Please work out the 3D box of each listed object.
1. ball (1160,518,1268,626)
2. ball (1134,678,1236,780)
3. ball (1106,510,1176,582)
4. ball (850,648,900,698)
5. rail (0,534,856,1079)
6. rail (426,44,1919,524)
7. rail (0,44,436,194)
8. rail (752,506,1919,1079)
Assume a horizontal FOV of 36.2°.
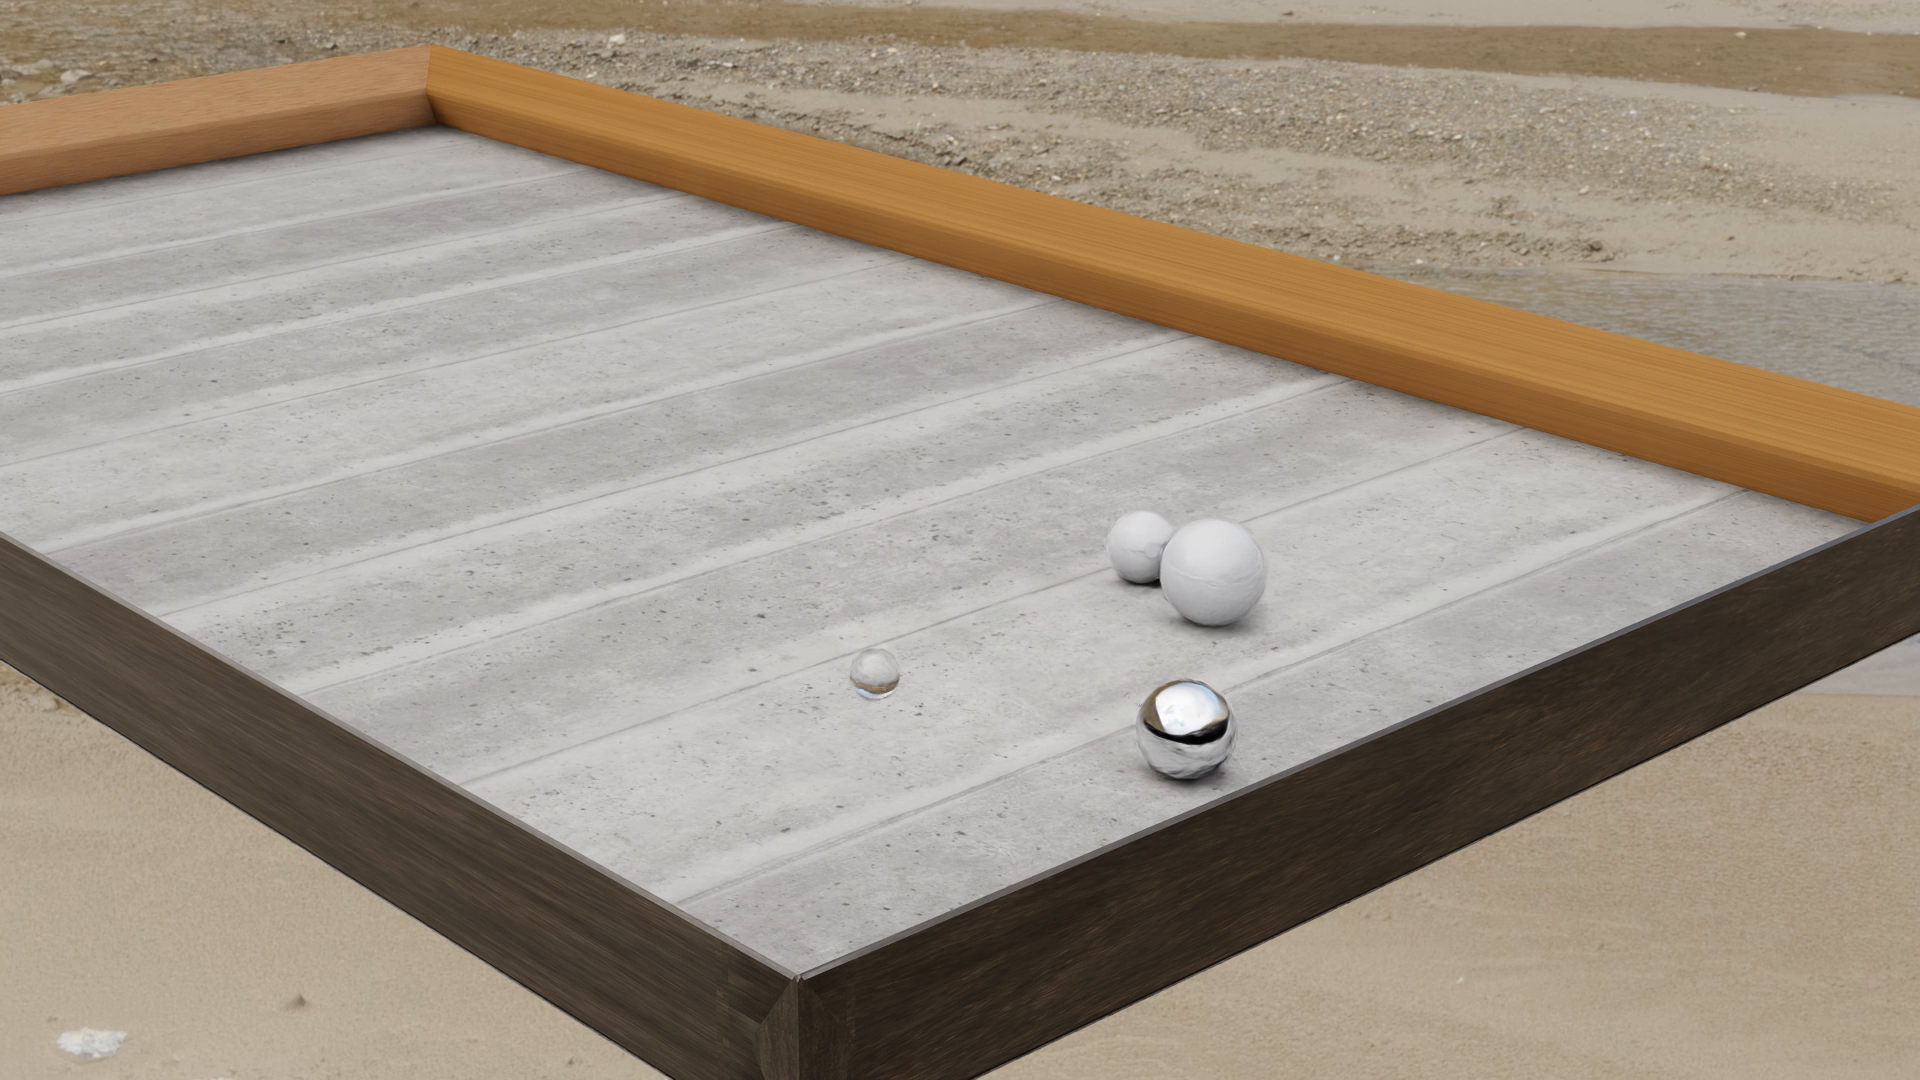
[{"bbox_3d":[0.229,0.029,2.655,0.097,0.097,0.097,0,20,0],"label":"ball"},{"bbox_3d":[0.179,0.151,2.344,0.080,0.080,0.080,0,20,0],"label":"ball"},{"bbox_3d":[0.171,0.006,2.760,0.068,0.068,0.068,0,20,0],"label":"ball"},{"bbox_3d":[-0.072,0.113,2.501,0.043,0.043,0.043,0,20,0],"label":"ball"},{"bbox_3d":[-1.018,-0.031,2.773,0.045,0.126,2.775,-17,26,-39],"label":"rail"},{"bbox_3d":[0.081,-0.374,3.718,0.045,0.126,2.775,-17,26,-39],"label":"rail"},{"bbox_3d":[-1.389,-0.546,4.191,1.536,0.126,0.045,-17,26,-39],"label":"rail"},{"bbox_3d":[0.452,0.141,2.300,1.536,0.126,0.045,-17,26,-39],"label":"rail"}]
